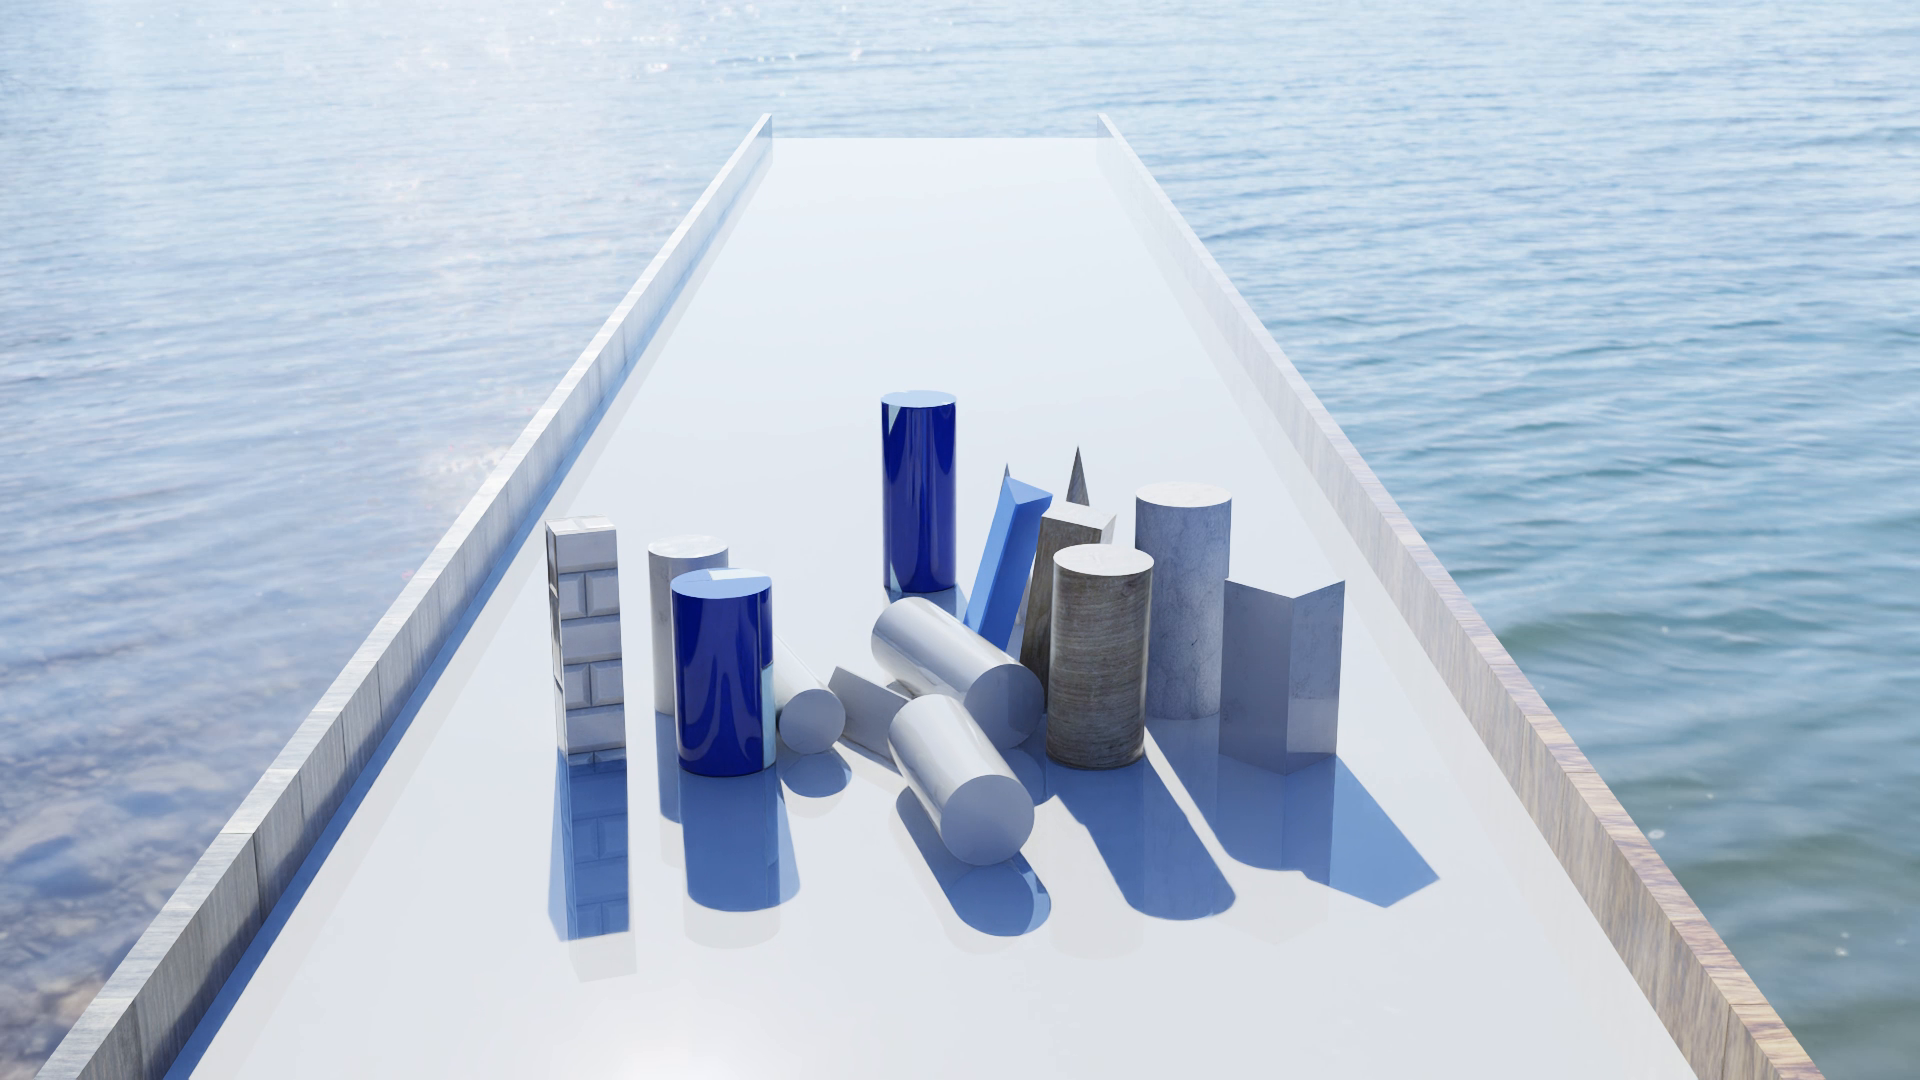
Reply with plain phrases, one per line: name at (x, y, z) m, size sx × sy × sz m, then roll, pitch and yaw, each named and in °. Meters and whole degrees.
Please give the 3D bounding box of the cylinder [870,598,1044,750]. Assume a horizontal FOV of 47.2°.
cylinder at (-0.010, 0.245, 4.117) m, size 0.164 × 0.164 × 0.423 m, roll -7°, pitch 18°, yaw -24°

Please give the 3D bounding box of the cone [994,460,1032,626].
cone at (0.098, -0.003, 4.641) m, size 0.144 × 0.340 × 0.144 m, roll 0°, pitch 17°, yaw 0°

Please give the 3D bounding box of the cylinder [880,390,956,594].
cylinder at (-0.090, -0.108, 4.853) m, size 0.167 × 0.419 × 0.167 m, roll 0°, pitch 17°, yaw 0°

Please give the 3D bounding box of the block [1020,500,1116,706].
block at (0.198, 0.125, 4.140) m, size 0.116 × 0.368 × 0.116 m, roll 13°, pitch 19°, yaw 14°

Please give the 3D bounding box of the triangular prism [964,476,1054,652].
triangular prism at (0.068, 0.069, 4.272) m, size 0.096 × 0.406 × 0.083 m, roll -15°, pitch 43°, yaw -41°

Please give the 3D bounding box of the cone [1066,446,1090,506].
cone at (0.233, 0.019, 4.392) m, size 0.174 × 0.440 × 0.174 m, roll 0°, pitch 17°, yaw 0°

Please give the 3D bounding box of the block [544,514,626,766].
block at (-0.661, 0.177, 3.887) m, size 0.105 × 0.425 × 0.105 m, roll -6°, pitch 18°, yaw -20°

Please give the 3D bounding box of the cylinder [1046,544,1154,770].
cylinder at (0.246, 0.206, 3.891) m, size 0.175 × 0.361 × 0.175 m, roll 1°, pitch 18°, yaw 0°

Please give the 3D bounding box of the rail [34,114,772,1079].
rail at (-1.118, -0.838, 7.780) m, size 0.050 × 0.150 × 12.000 m, roll 0°, pitch 17°, yaw -1°

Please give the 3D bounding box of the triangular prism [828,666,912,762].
triangular prism at (-0.128, 0.317, 3.981) m, size 0.112 × 0.097 × 0.329 m, roll -12°, pitch 20°, yaw -36°

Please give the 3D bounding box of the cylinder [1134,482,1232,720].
cylinder at (0.414, 0.113, 4.124) m, size 0.177 × 0.413 × 0.177 m, roll 0°, pitch 17°, yaw 0°

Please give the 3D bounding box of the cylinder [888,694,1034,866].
cylinder at (-0.003, 0.391, 3.639) m, size 0.155 × 0.155 × 0.369 m, roll -4°, pitch 17°, yaw -14°

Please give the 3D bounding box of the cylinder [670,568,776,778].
cylinder at (-0.415, 0.232, 3.869) m, size 0.176 × 0.329 × 0.176 m, roll 0°, pitch 17°, yaw 0°

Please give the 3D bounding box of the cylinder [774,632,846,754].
cylinder at (-0.324, 0.278, 4.076) m, size 0.124 × 0.124 × 0.346 m, roll -6°, pitch 18°, yaw -20°

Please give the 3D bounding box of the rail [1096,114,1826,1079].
rail at (0.932, -0.844, 7.801) m, size 0.050 × 0.150 × 12.000 m, roll 0°, pitch 17°, yaw -1°

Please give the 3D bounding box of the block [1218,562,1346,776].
block at (0.569, 0.226, 3.894) m, size 0.149 × 0.327 × 0.149 m, roll -16°, pitch 23°, yaw -42°

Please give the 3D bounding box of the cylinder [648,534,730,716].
cylinder at (-0.506, 0.161, 4.139) m, size 0.150 × 0.312 × 0.150 m, roll 0°, pitch 16°, yaw 0°
